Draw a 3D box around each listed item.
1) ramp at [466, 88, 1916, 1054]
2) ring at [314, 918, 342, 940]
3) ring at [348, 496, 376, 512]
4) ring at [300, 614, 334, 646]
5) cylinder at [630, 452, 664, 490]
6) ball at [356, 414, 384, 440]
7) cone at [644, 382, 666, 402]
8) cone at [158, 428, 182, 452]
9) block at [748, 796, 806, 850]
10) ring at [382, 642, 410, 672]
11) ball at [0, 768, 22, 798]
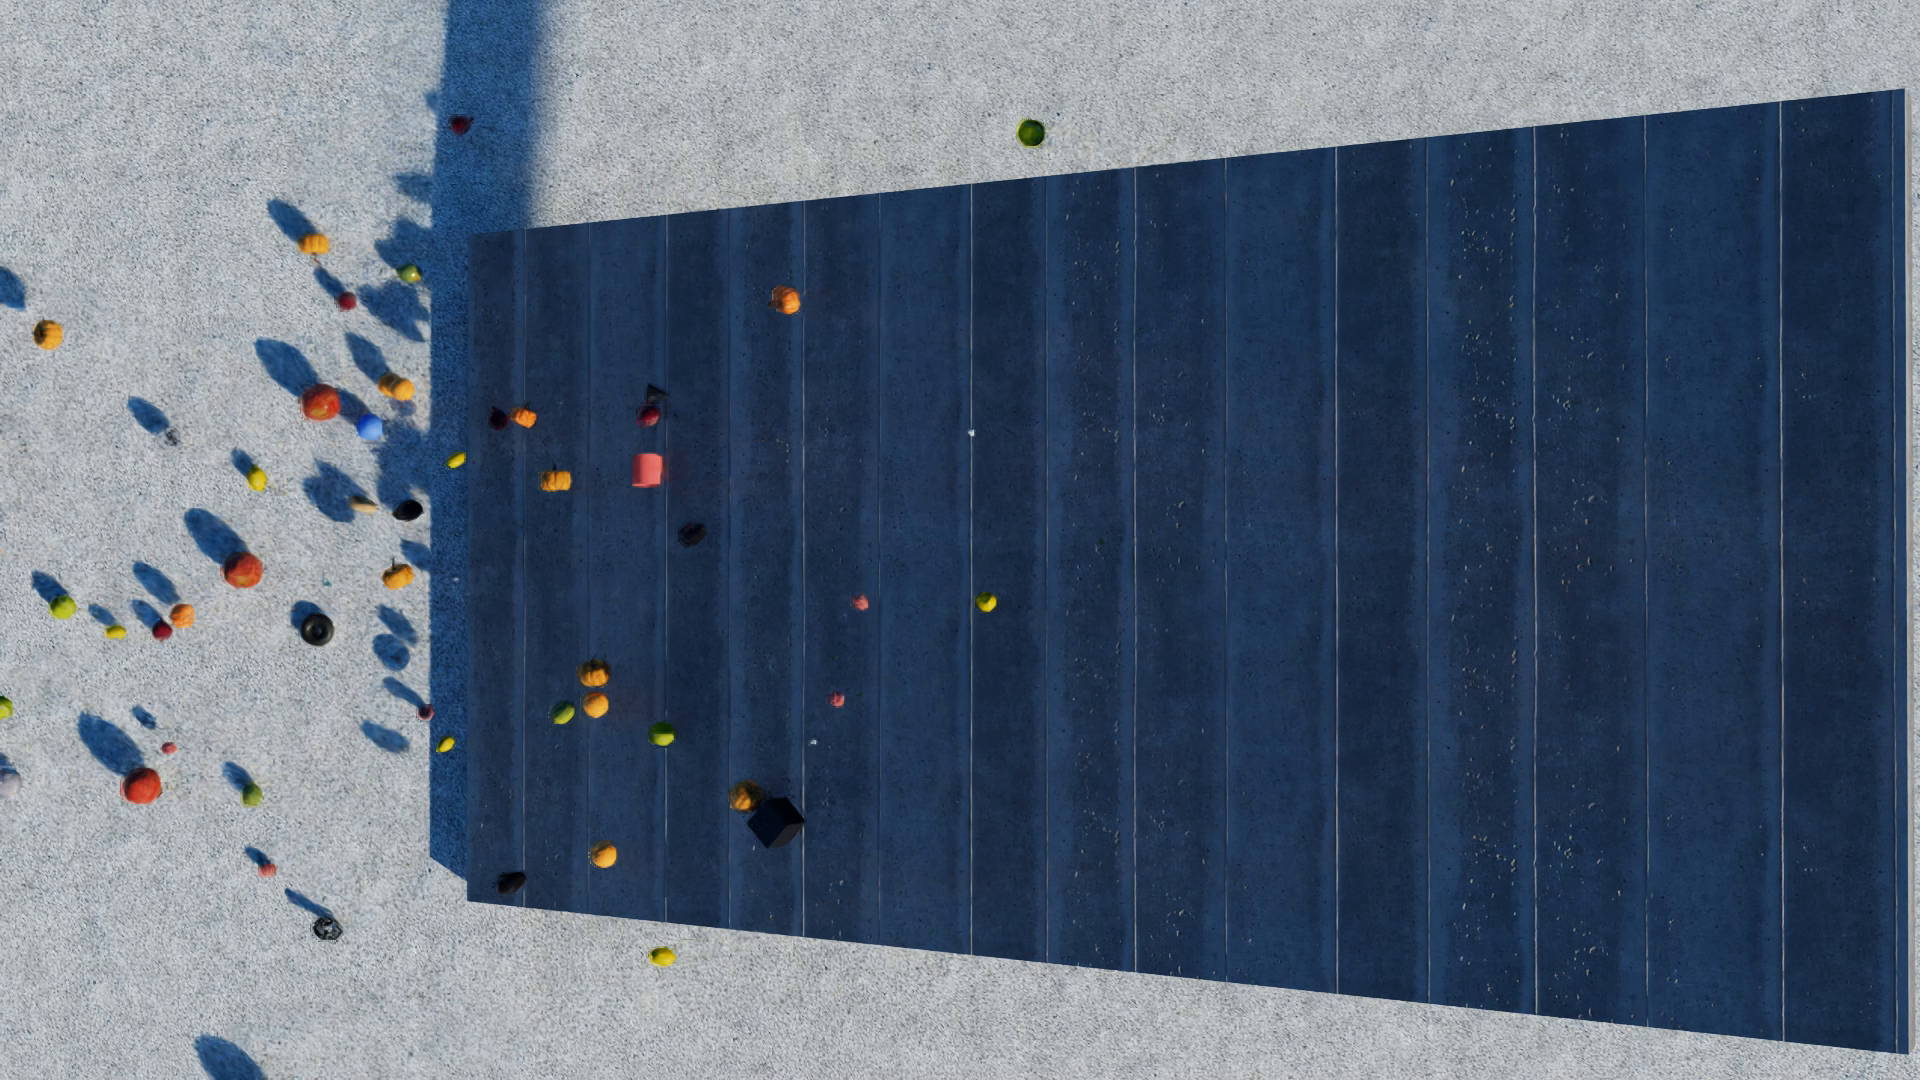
[{"bbox_3d":[0.267,0.074,5.617,4.000,0.100,2.000,0,89,31],"label":"ramp"},{"bbox_3d":[-1.906,1.172,6.627,0.086,0.086,0.029,26,120,0],"label":"ring"},{"bbox_3d":[-1.801,-0.106,6.629,0.089,0.089,0.030,20,100,0],"label":"ring"},{"bbox_3d":[-1.948,0.273,6.664,0.102,0.034,0.102,0,93,1],"label":"ring"},{"bbox_3d":[-0.882,-0.194,6.193,0.082,0.082,0.082,-14,64,0],"label":"cylinder"},{"bbox_3d":[-1.784,-0.341,6.648,0.079,0.079,0.079,0,89,0],"label":"ball"},{"bbox_3d":[-0.849,-0.409,6.211,0.061,0.061,0.061,22,89,-24],"label":"cone"},{"bbox_3d":[-2.361,-0.287,6.620,0.077,0.077,0.077,29,89,32],"label":"cone"},{"bbox_3d":[-0.496,0.766,5.952,0.093,0.093,0.093,48,112,22],"label":"block"},{"bbox_3d":[-1.711,0.355,6.666,0.088,0.029,0.088,0,89,1],"label":"ring"},{"bbox_3d":[-2.877,0.733,6.633,0.089,0.089,0.089,0,89,0],"label":"ball"}]
